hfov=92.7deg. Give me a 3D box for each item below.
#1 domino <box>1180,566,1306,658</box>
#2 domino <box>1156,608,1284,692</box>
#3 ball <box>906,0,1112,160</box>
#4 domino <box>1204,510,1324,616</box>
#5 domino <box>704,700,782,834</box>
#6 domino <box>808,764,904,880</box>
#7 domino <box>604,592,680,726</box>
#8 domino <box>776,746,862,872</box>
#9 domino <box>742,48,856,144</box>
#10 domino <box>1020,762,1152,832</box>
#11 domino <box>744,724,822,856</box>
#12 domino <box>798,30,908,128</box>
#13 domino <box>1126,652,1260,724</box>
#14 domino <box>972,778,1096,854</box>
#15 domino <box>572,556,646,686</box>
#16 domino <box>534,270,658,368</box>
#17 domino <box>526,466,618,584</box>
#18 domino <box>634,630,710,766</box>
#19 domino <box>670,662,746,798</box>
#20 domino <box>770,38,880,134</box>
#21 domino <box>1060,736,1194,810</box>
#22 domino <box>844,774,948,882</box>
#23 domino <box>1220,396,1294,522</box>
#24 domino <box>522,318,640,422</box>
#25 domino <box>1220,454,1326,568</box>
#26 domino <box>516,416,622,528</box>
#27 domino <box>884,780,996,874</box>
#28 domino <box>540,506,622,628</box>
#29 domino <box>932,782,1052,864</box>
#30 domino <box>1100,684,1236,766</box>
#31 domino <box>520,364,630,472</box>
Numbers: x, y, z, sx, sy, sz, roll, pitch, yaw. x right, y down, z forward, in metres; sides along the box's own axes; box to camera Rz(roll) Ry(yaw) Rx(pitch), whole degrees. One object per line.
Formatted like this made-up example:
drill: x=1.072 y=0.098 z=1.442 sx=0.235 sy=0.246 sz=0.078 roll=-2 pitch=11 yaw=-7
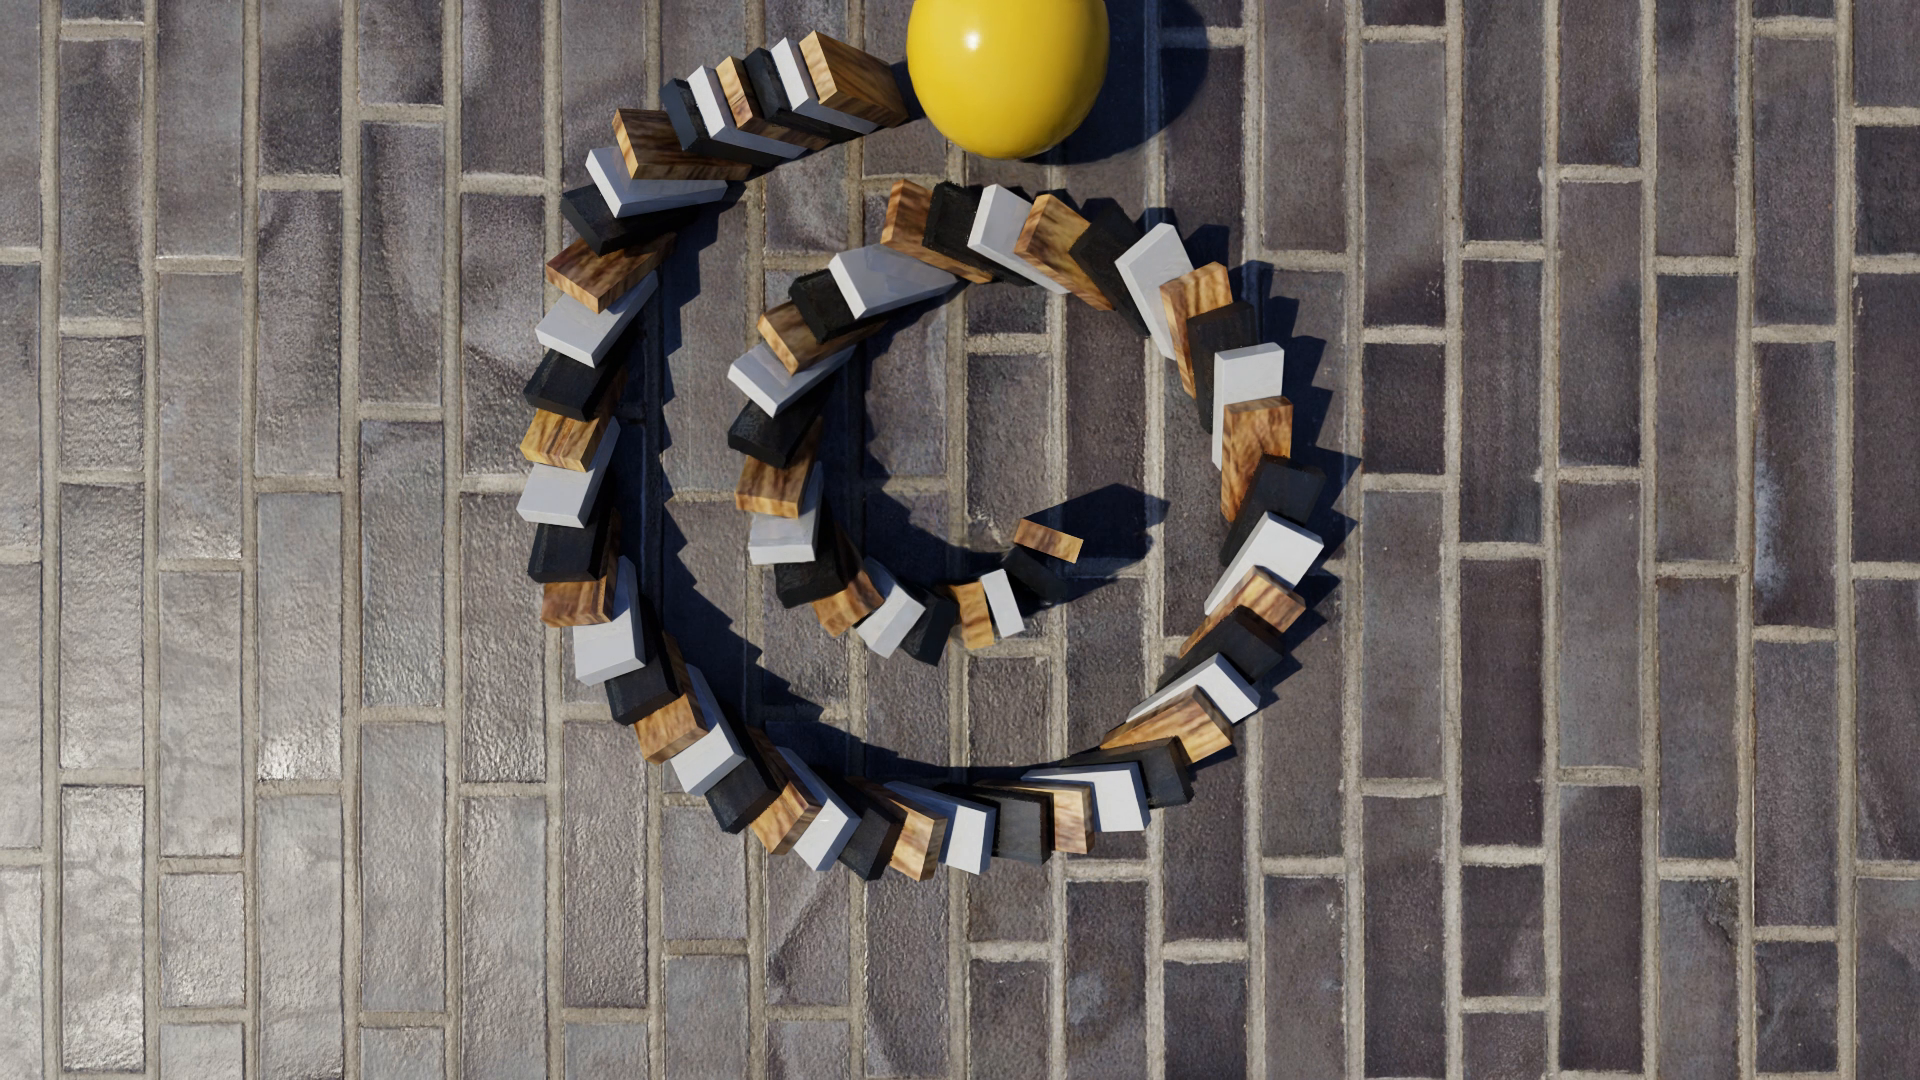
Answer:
domino: x=0.118 y=0.037 z=0.385 sx=0.025 sy=0.009 sz=0.050 roll=34 pitch=116 yaw=0
domino: x=0.108 y=0.054 z=0.382 sx=0.025 sy=0.010 sz=0.050 roll=37 pitch=123 yaw=-1
ball: x=0.019 y=-0.192 z=0.360 sx=0.080 sy=0.080 sz=0.080 roll=0 pitch=90 yaw=0
domino: x=0.127 y=0.015 z=0.384 sx=0.025 sy=0.010 sz=0.050 roll=26 pitch=117 yaw=0
domino: x=-0.097 y=0.094 z=0.382 sx=0.025 sy=0.009 sz=0.050 roll=-43 pitch=56 yaw=2
domino: x=-0.049 y=0.117 z=0.382 sx=0.050 sy=0.009 sz=0.025 roll=24 pitch=90 yaw=36
domino: x=-0.136 y=0.049 z=0.383 sx=0.025 sy=0.010 sz=0.050 roll=-28 pitch=58 yaw=0
domino: x=-0.066 y=0.111 z=0.382 sx=0.050 sy=0.009 sz=0.025 roll=33 pitch=91 yaw=35
domino: x=-0.064 y=-0.182 z=0.376 sx=0.009 sy=0.050 sz=0.025 roll=-21 pitch=90 yaw=33
domino: x=0.052 y=0.108 z=0.383 sx=0.050 sy=0.009 sz=0.025 roll=-13 pitch=92 yaw=31
domino: x=-0.081 y=0.103 z=0.381 sx=0.050 sy=0.010 sz=0.025 roll=40 pitch=92 yaw=35
domino: x=-0.043 y=-0.188 z=0.376 sx=0.009 sy=0.050 sz=0.025 roll=-21 pitch=90 yaw=33
domino: x=0.097 y=0.071 z=0.382 sx=0.025 sy=0.010 sz=0.050 roll=47 pitch=123 yaw=0
domino: x=0.030 y=0.115 z=0.383 sx=0.050 sy=0.009 sz=0.025 roll=-5 pitch=90 yaw=30
domino: x=-0.147 y=0.033 z=0.383 sx=0.025 sy=0.010 sz=0.050 roll=-20 pitch=58 yaw=1
domino: x=-0.152 y=-0.098 z=0.385 sx=0.025 sy=0.009 sz=0.050 roll=25 pitch=63 yaw=0
domino: x=-0.161 y=-0.007 z=0.383 sx=0.025 sy=0.010 sz=0.050 roll=-2 pitch=61 yaw=2
domino: x=-0.125 y=0.065 z=0.383 sx=0.025 sy=0.009 sz=0.050 roll=-32 pitch=58 yaw=0
domino: x=-0.111 y=0.079 z=0.383 sx=0.025 sy=0.010 sz=0.050 roll=-40 pitch=57 yaw=0
domino: x=-0.054 y=-0.185 z=0.376 sx=0.009 sy=0.050 sz=0.025 roll=-21 pitch=90 yaw=33
domino: x=0.069 y=0.100 z=0.383 sx=0.050 sy=0.010 sz=0.025 roll=-20 pitch=90 yaw=31
domino: x=-0.030 y=0.119 z=0.381 sx=0.050 sy=0.009 sz=0.025 roll=14 pitch=90 yaw=36
domino: x=0.124 y=-0.033 z=0.383 sx=0.025 sy=0.009 sz=0.050 roll=-9 pitch=121 yaw=-1
domino: x=-0.158 y=-0.075 z=0.384 sx=0.025 sy=0.009 sz=0.050 roll=18 pitch=63 yaw=1
domino: x=0.130 y=-0.009 z=0.384 sx=0.025 sy=0.009 sz=0.050 roll=15 pitch=118 yaw=0
domino: x=-0.163 y=-0.030 z=0.384 sx=0.025 sy=0.010 sz=0.050 roll=7 pitch=62 yaw=1
domino: x=-0.010 y=0.120 z=0.384 sx=0.050 sy=0.010 sz=0.025 roll=7 pitch=90 yaw=29
domino: x=-0.158 y=0.011 z=0.384 sx=0.025 sy=0.010 sz=0.050 roll=-6 pitch=61 yaw=0
domino: x=0.013 y=0.118 z=0.383 sx=0.050 sy=0.009 sz=0.025 roll=-1 pitch=92 yaw=30
domino: x=0.086 y=0.083 z=0.382 sx=0.050 sy=0.009 sz=0.025 roll=-39 pitch=92 yaw=33
domino: x=-0.161 y=-0.054 z=0.384 sx=0.025 sy=0.010 sz=0.050 roll=12 pitch=63 yaw=0
